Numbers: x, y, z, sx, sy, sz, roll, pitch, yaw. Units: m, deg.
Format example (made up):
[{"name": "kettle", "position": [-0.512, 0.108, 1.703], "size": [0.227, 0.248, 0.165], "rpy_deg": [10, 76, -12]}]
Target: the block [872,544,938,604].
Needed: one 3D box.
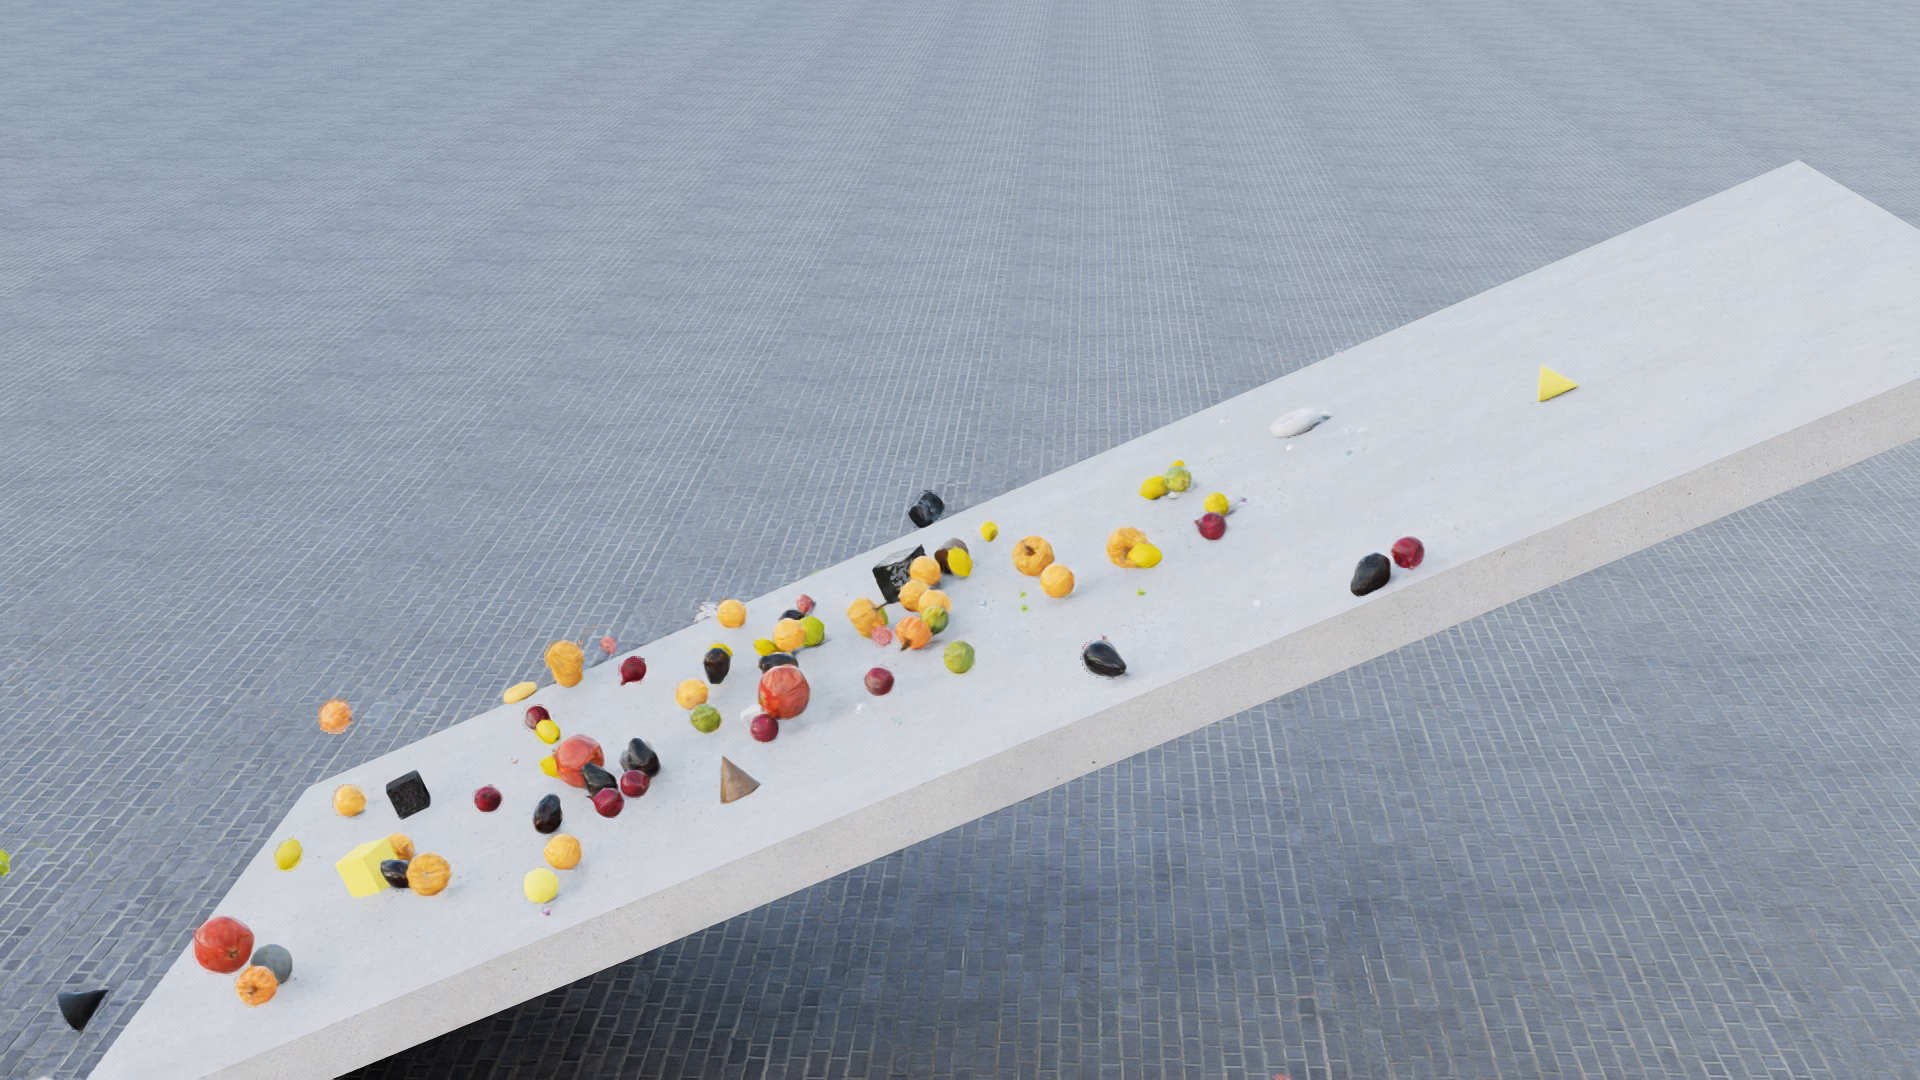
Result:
[{"name": "block", "position": [-0.126, 0.079, 6.697], "size": [0.091, 0.091, 0.091], "rpy_deg": [-15, 16, 37]}]

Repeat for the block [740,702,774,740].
[{"name": "block", "position": [-0.422, 0.376, 6.134], "size": [0.052, 0.052, 0.052], "rpy_deg": [-24, 13, 4]}]

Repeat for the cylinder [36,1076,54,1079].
[{"name": "cylinder", "position": [-1.784, 1.090, 5.717], "size": [0.076, 0.076, 0.076], "rpy_deg": [-3, 4, -12]}]

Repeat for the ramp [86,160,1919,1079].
[{"name": "ramp", "position": [0.132, 0.170, 6.284], "size": [4.000, 0.100, 2.000], "rpy_deg": [-23, 13, 8]}]

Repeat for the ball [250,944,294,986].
[{"name": "ball", "position": [-1.383, 0.854, 5.908], "size": [0.085, 0.085, 0.085], "rpy_deg": [0, 15, 0]}]

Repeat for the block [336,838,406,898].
[{"name": "block", "position": [-1.261, 0.703, 6.290], "size": [0.087, 0.087, 0.087], "rpy_deg": [-16, 16, 35]}]

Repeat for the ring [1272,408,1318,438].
[{"name": "ring", "position": [0.750, -0.261, 6.572], "size": [0.109, 0.036, 0.109], "rpy_deg": [-23, 14, 6]}]

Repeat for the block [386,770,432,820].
[{"name": "block", "position": [-1.275, 0.589, 6.801], "size": [0.076, 0.076, 0.076], "rpy_deg": [-26, 13, -5]}]

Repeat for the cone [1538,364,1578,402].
[{"name": "cone", "position": [1.211, -0.314, 5.931], "size": [0.079, 0.079, 0.079], "rpy_deg": [5, 15, 6]}]

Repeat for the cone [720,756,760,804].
[{"name": "cone", "position": [-0.449, 0.459, 5.770], "size": [0.086, 0.086, 0.086], "rpy_deg": [-23, 13, 6]}]

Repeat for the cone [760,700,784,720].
[{"name": "cone", "position": [-0.394, 0.366, 6.182], "size": [0.055, 0.055, 0.055], "rpy_deg": [5, 16, 9]}]

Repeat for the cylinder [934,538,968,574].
[{"name": "cylinder", "position": [-0.021, 0.036, 6.737], "size": [0.062, 0.062, 0.062], "rpy_deg": [7, 26, 23]}]

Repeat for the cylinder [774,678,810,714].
[{"name": "cylinder", "position": [-0.355, 0.328, 6.190], "size": [0.057, 0.057, 0.057], "rpy_deg": [-23, 13, 6]}]

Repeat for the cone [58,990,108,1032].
[{"name": "cone", "position": [-1.864, 0.987, 6.300], "size": [0.094, 0.094, 0.094], "rpy_deg": [-31, 16, 2]}]

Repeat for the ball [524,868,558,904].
[{"name": "ball", "position": [-0.804, 0.663, 5.645], "size": [0.067, 0.067, 0.067], "rpy_deg": [0, 15, 0]}]

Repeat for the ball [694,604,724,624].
[{"name": "ball", "position": [-0.632, 0.199, 7.436], "size": [0.076, 0.076, 0.076], "rpy_deg": [0, 15, 0]}]

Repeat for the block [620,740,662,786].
[{"name": "block", "position": [-0.674, 0.470, 6.200], "size": [0.062, 0.062, 0.062], "rpy_deg": [-23, 13, 6]}]

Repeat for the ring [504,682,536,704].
[{"name": "ring", "position": [-1.112, 0.385, 7.430], "size": [0.088, 0.029, 0.088], "rpy_deg": [-22, 14, 6]}]
